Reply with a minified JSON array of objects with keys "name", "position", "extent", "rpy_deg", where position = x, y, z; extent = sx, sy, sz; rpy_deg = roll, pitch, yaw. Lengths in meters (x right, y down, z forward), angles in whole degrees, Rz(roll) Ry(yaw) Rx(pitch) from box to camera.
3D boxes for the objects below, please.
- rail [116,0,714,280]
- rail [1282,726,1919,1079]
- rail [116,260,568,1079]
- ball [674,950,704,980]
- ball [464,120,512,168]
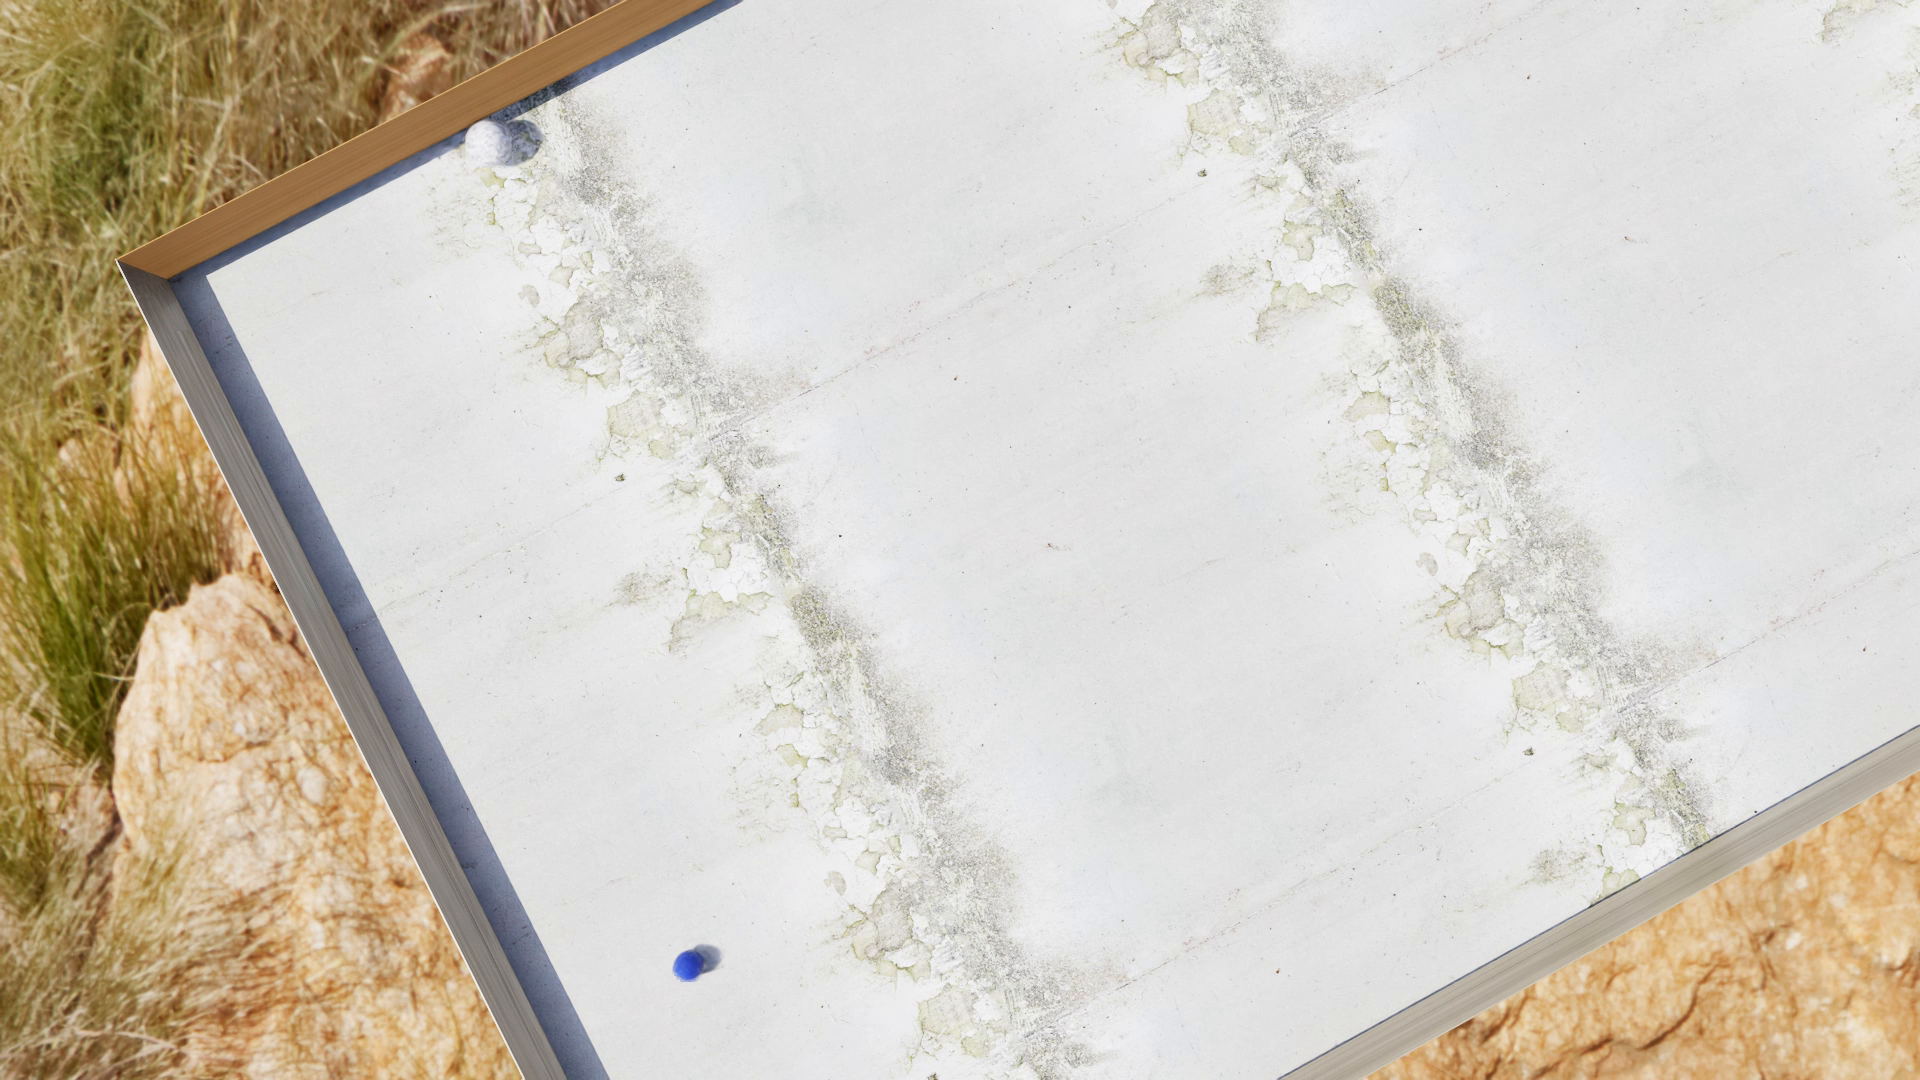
[{"name":"rail","position":[0.365,-1.240,3.404],"extent":[3.638,0.094,0.045],"rpy_deg":[-28,84,-3]},{"name":"rail","position":[1.240,0.384,3.198],"extent":[3.638,0.094,0.045],"rpy_deg":[-28,84,-3]},{"name":"rail","position":[-0.781,0.412,3.195],"extent":[0.045,0.094,1.903],"rpy_deg":[-28,84,-3]},{"name":"ball","position":[-0.394,0.618,3.195],"extent":[0.044,0.044,0.044],"rpy_deg":[0,83,0]},{"name":"ball","position":[-0.714,-0.601,3.335],"extent":[0.071,0.071,0.071],"rpy_deg":[0,83,0]}]
